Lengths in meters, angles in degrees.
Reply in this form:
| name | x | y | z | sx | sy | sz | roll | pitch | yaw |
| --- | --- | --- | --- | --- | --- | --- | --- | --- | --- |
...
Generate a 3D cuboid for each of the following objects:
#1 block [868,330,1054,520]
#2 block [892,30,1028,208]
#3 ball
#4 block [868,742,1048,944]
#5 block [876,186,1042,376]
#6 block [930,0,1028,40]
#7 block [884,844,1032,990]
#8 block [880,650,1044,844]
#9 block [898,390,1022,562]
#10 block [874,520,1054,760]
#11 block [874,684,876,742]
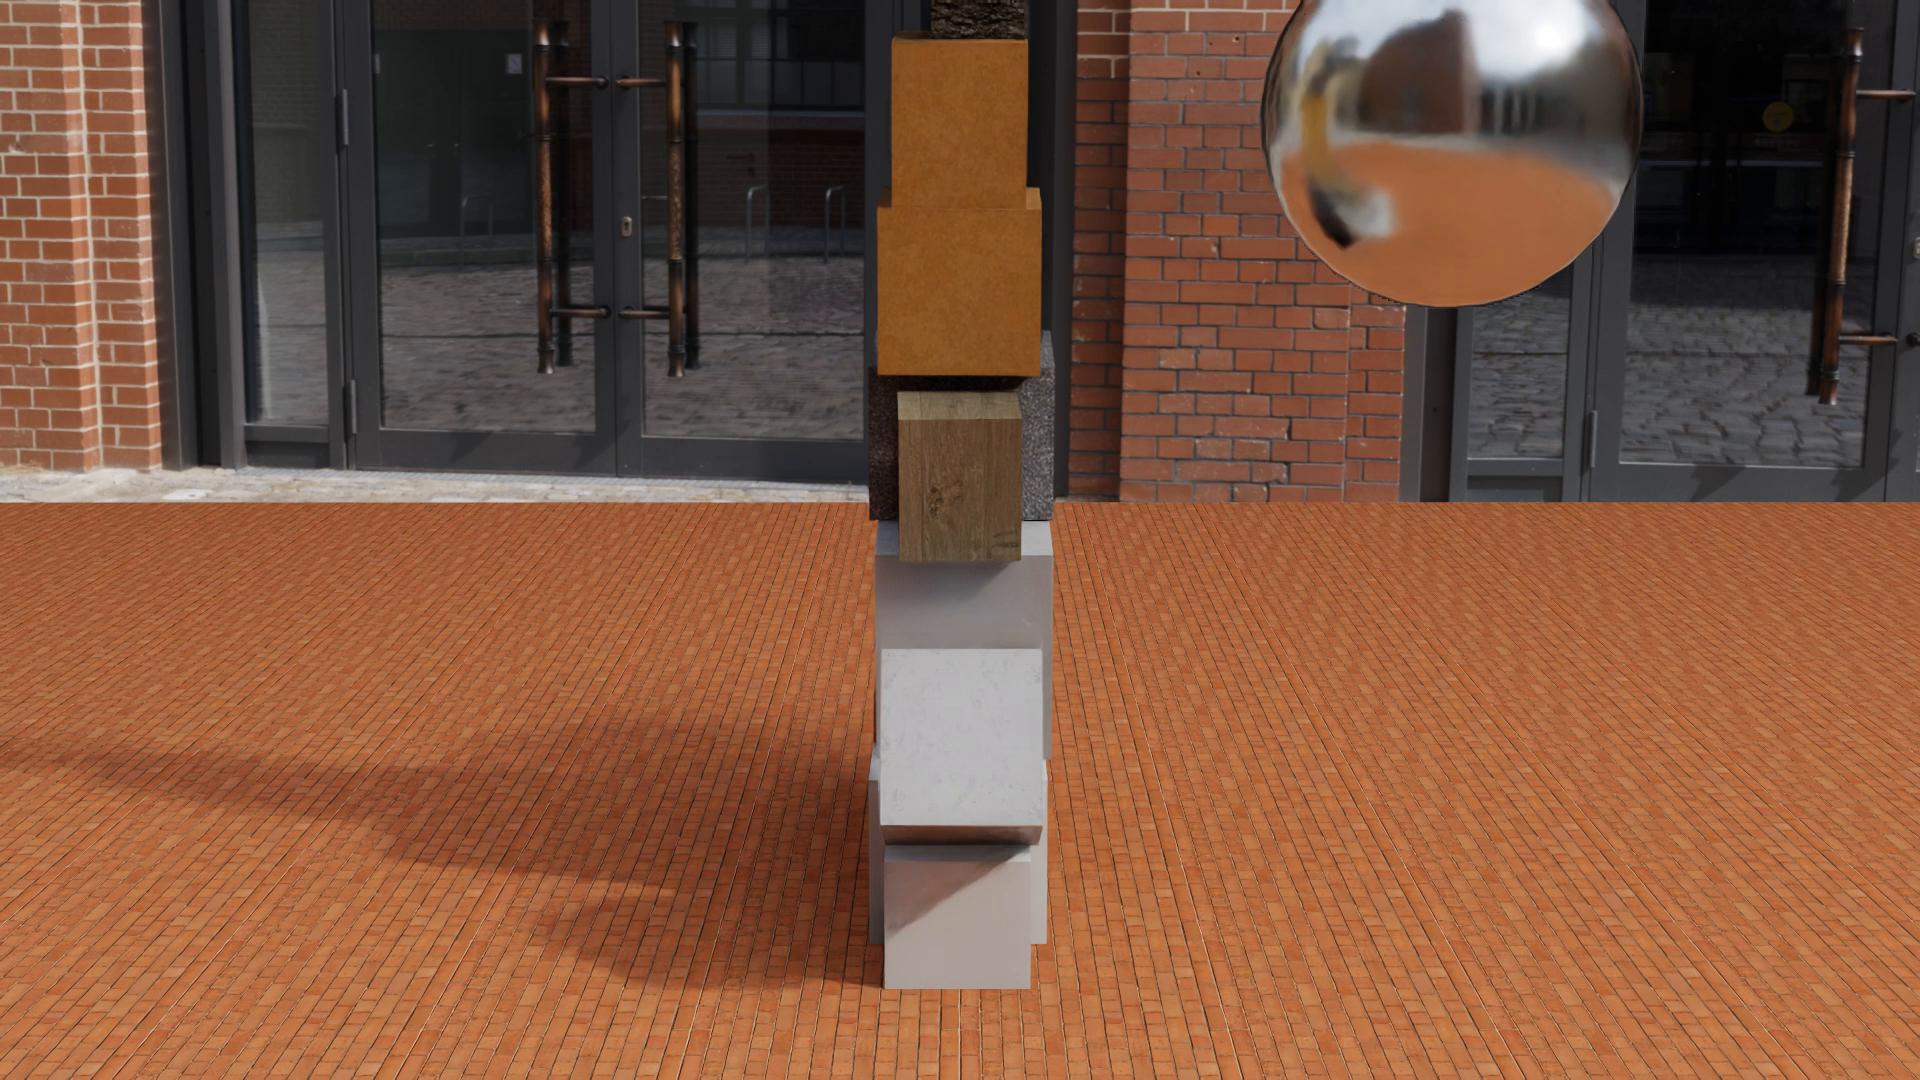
| name | x | y | z | sx | sy | sz | roll | pitch | yaw |
| --- | --- | --- | --- | --- | --- | --- | --- | --- | --- |
| block | 0.010 | -0.512 | 11.200 | 0.781 | 0.664 | 0.807 | 0 | 16 | 1 |
| block | -0.001 | -1.744 | 10.597 | 0.545 | 0.659 | 0.616 | 0 | 16 | 0 |
| ball | 2.074 | -1.788 | 10.855 | 1.600 | 1.600 | 1.600 | 0 | 10 | 0 |
| block | -0.008 | 1.257 | 10.715 | 0.723 | 0.693 | 0.595 | 0 | 10 | 0 |
| block | 0.000 | -1.095 | 10.775 | 0.668 | 0.687 | 0.645 | 0 | 16 | 0 |
| block | 0.085 | -2.280 | 10.519 | 0.378 | 0.416 | 0.395 | 1 | 16 | 4 |
| block | -0.009 | 1.445 | 10.175 | 0.566 | 0.515 | 0.513 | 0 | 10 | 0 |
| block | 0.007 | 0.804 | 9.836 | 0.600 | 0.658 | 0.678 | 0 | -12 | 0 |
| block | -0.006 | -0.266 | 10.491 | 0.491 | 0.590 | 0.496 | -1 | 16 | -2 |
| block | 0.016 | 0.369 | 10.949 | 0.727 | 0.887 | 0.839 | 0 | 16 | 0 |
| block | -0.010 | 0.997 | 11.908 | 0.752 | 0.778 | 0.770 | 0 | 10 | 0 |
